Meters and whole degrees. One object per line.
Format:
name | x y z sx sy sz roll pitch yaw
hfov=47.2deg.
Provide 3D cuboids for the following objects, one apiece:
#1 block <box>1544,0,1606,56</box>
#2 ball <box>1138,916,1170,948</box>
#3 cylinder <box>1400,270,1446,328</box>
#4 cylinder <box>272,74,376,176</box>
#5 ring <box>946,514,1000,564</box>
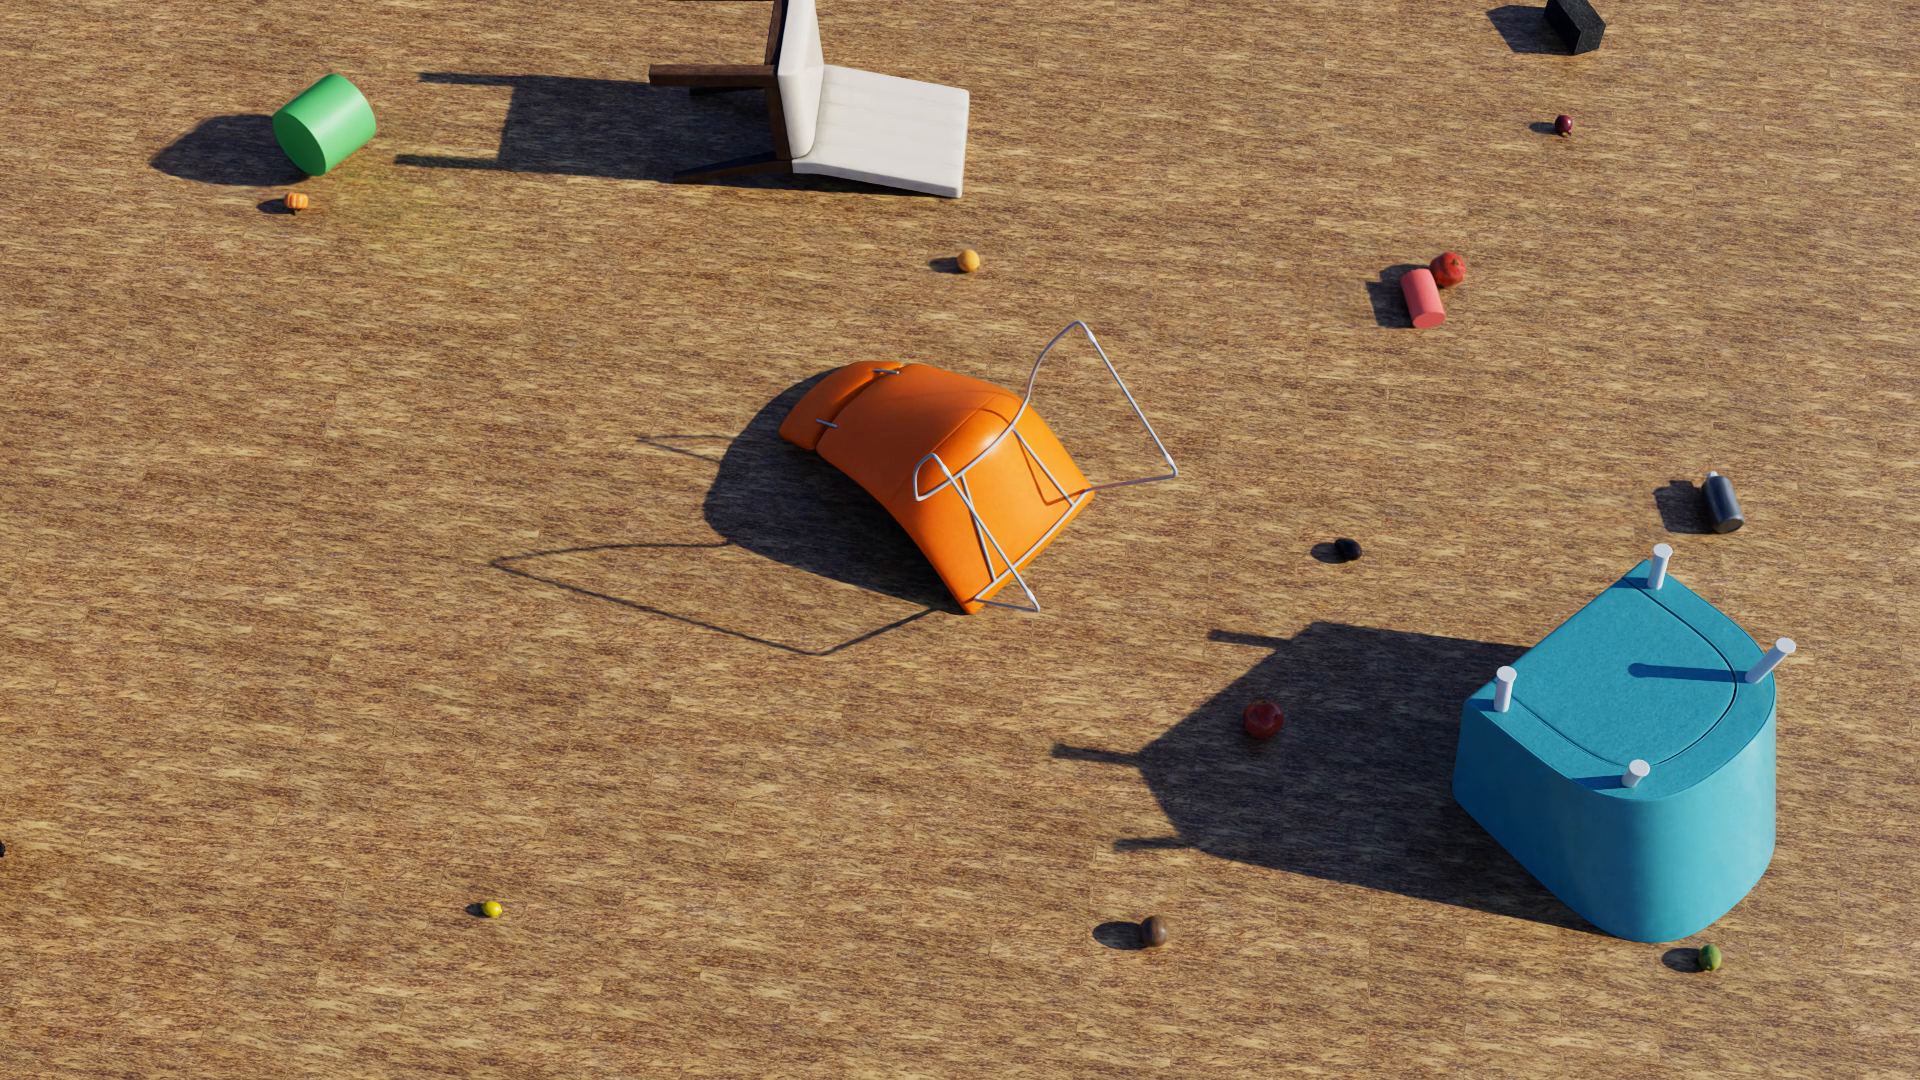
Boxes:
block | 2.160 -1.828 7.733 0.100 0.113 0.218 -17 58 -11
ball | 0.515 1.038 5.828 0.083 0.083 0.083 0 56 0
cylinder | 1.482 -0.774 7.046 0.104 0.077 0.180 -10 56 4
cylinder | -2.117 -1.381 7.322 0.243 0.318 0.222 49 64 -10
ring | 0.036 -0.003 6.539 0.162 0.063 0.160 -20 58 -12
